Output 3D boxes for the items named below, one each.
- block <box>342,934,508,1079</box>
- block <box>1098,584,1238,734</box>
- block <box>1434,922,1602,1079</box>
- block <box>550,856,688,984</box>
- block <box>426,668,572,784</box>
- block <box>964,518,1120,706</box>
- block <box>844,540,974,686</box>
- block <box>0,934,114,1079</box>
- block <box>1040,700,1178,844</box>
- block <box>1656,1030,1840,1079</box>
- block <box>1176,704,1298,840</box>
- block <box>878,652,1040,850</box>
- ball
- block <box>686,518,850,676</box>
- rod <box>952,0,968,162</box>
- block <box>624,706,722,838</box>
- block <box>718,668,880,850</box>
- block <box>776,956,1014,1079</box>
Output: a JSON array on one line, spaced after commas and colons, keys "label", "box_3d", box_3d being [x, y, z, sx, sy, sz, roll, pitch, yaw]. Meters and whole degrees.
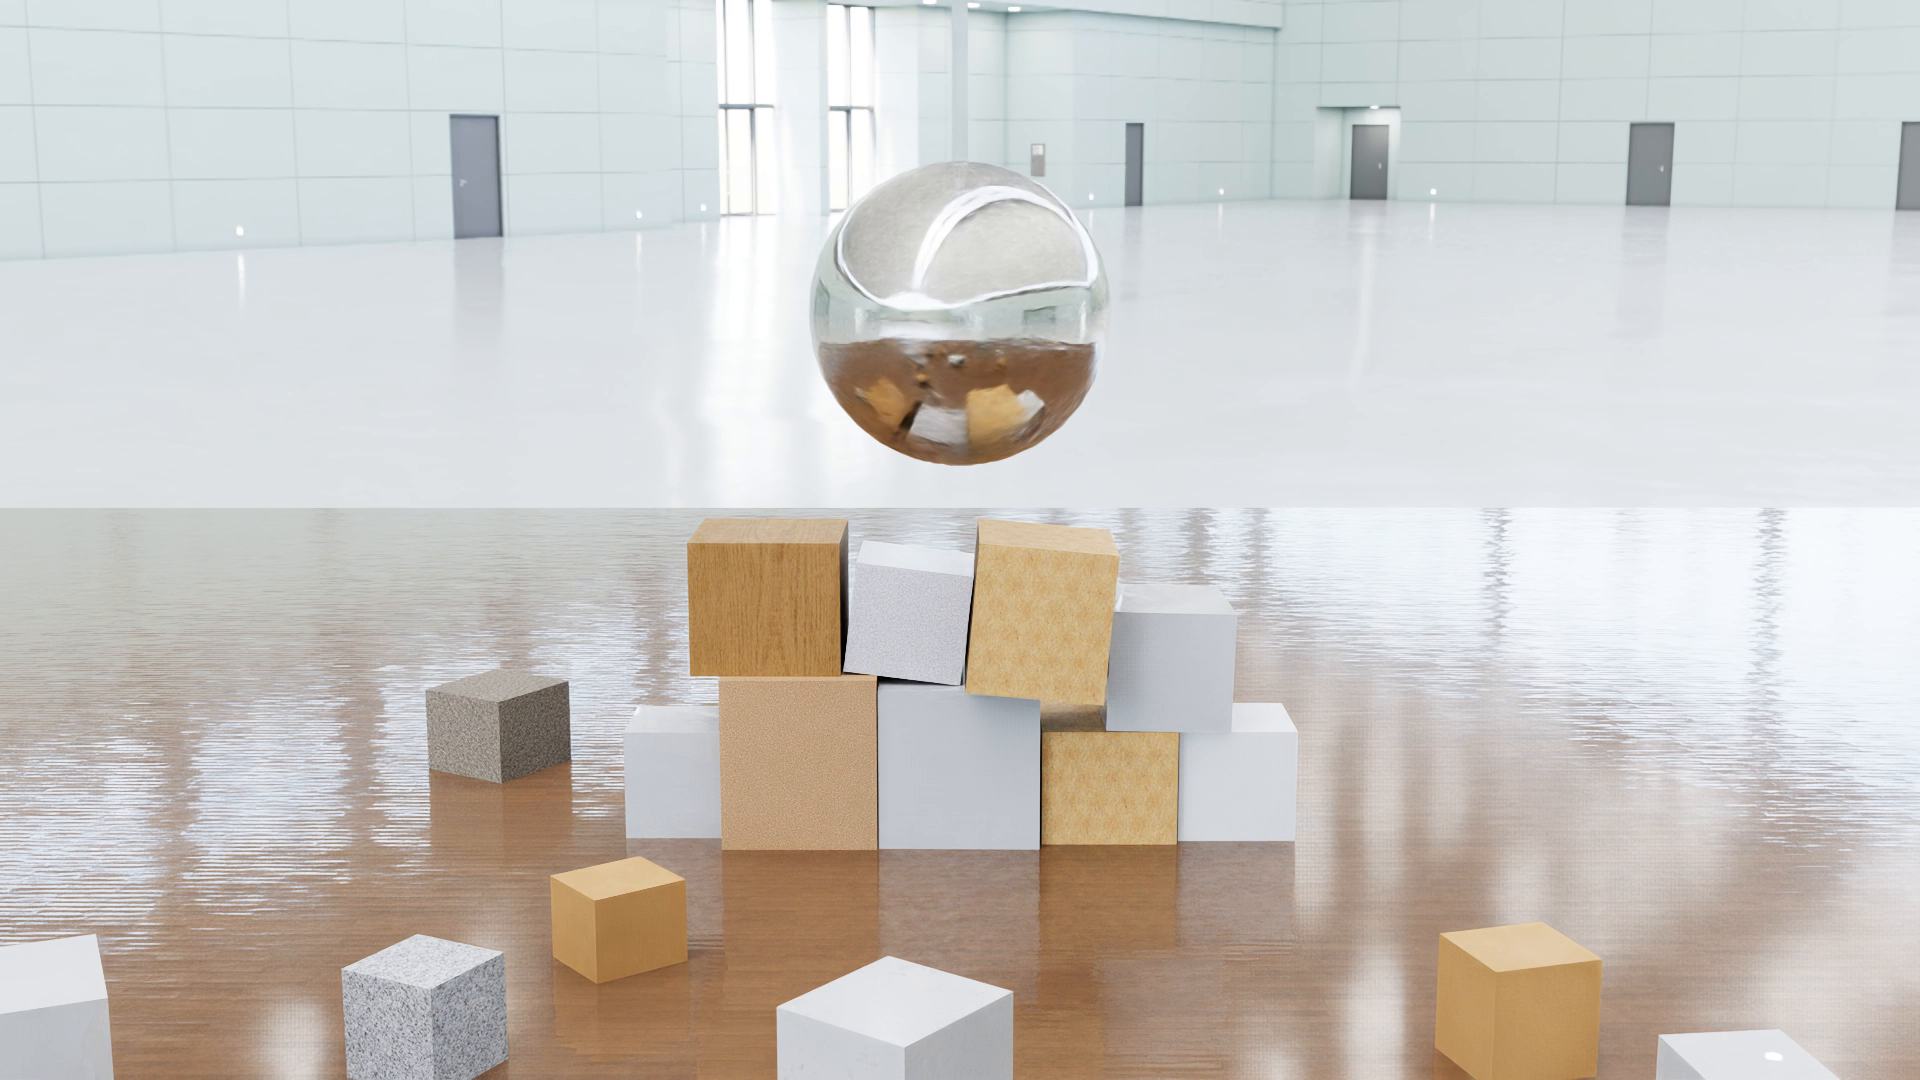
[{"label": "block", "box_3d": [-2.038, 1.811, 8.395, 0.431, 0.432, 0.421, 5, 12, 27]}, {"label": "block", "box_3d": [1.044, 0.598, 11.303, 0.627, 0.607, 0.722, 1, 10, -2]}, {"label": "block", "box_3d": [2.141, 1.783, 8.450, 0.452, 0.468, 0.424, -3, 11, -17]}, {"label": "block", "box_3d": [-1.477, 1.638, 9.525, 0.440, 0.368, 0.400, -8, 13, -37]}, {"label": "block", "box_3d": [-2.621, 1.049, 12.505, 0.555, 0.462, 0.574, 6, 12, 31]}, {"label": "block", "box_3d": [0.397, 0.347, 10.994, 0.677, 0.745, 0.716, 5, 10, -1]}, {"label": "block", "box_3d": [-0.253, 0.364, 11.237, 0.585, 0.557, 0.624, 7, 10, -1]}, {"label": "block", "box_3d": [-3.219, 1.833, 7.457, 0.623, 0.726, 0.650, -5, 11, -24]}, {"label": "block", "box_3d": [0.754, 1.187, 11.403, 0.683, 0.585, 0.706, 0, 10, 0]}, {"label": "block", "box_3d": [2.633, 1.973, 7.349, 0.434, 0.488, 0.497, -1, 10, -6]}, {"label": "block", "box_3d": [1.403, 1.195, 11.395, 0.595, 0.572, 0.575, 0, 10, 0]}, {"label": "block", "box_3d": [0.001, 1.076, 11.364, 0.806, 0.817, 0.820, 0, 10, 1]}, {"label": "ball", "box_3d": [0.000, -1.190, 11.579, 1.600, 1.600, 1.600, 0, 10, 0]}, {"label": "block", "box_3d": [-0.966, 0.284, 11.247, 0.752, 0.675, 0.720, 0, 10, 1]}, {"label": "rod", "box_3d": [0.000, -4.457, 10.637, 0.080, 5.200, 0.080, 0, 16, 0]}, {"label": "block", "box_3d": [-1.452, 1.199, 11.416, 0.496, 0.556, 0.526, 0, 10, 0]}, {"label": "block", "box_3d": [-0.804, 1.050, 11.354, 0.780, 0.871, 0.831, 0, 10, 0]}, {"label": "block", "box_3d": [-0.221, 1.872, 7.650, 0.562, 0.580, 0.605, 8, 13, 37]}]
